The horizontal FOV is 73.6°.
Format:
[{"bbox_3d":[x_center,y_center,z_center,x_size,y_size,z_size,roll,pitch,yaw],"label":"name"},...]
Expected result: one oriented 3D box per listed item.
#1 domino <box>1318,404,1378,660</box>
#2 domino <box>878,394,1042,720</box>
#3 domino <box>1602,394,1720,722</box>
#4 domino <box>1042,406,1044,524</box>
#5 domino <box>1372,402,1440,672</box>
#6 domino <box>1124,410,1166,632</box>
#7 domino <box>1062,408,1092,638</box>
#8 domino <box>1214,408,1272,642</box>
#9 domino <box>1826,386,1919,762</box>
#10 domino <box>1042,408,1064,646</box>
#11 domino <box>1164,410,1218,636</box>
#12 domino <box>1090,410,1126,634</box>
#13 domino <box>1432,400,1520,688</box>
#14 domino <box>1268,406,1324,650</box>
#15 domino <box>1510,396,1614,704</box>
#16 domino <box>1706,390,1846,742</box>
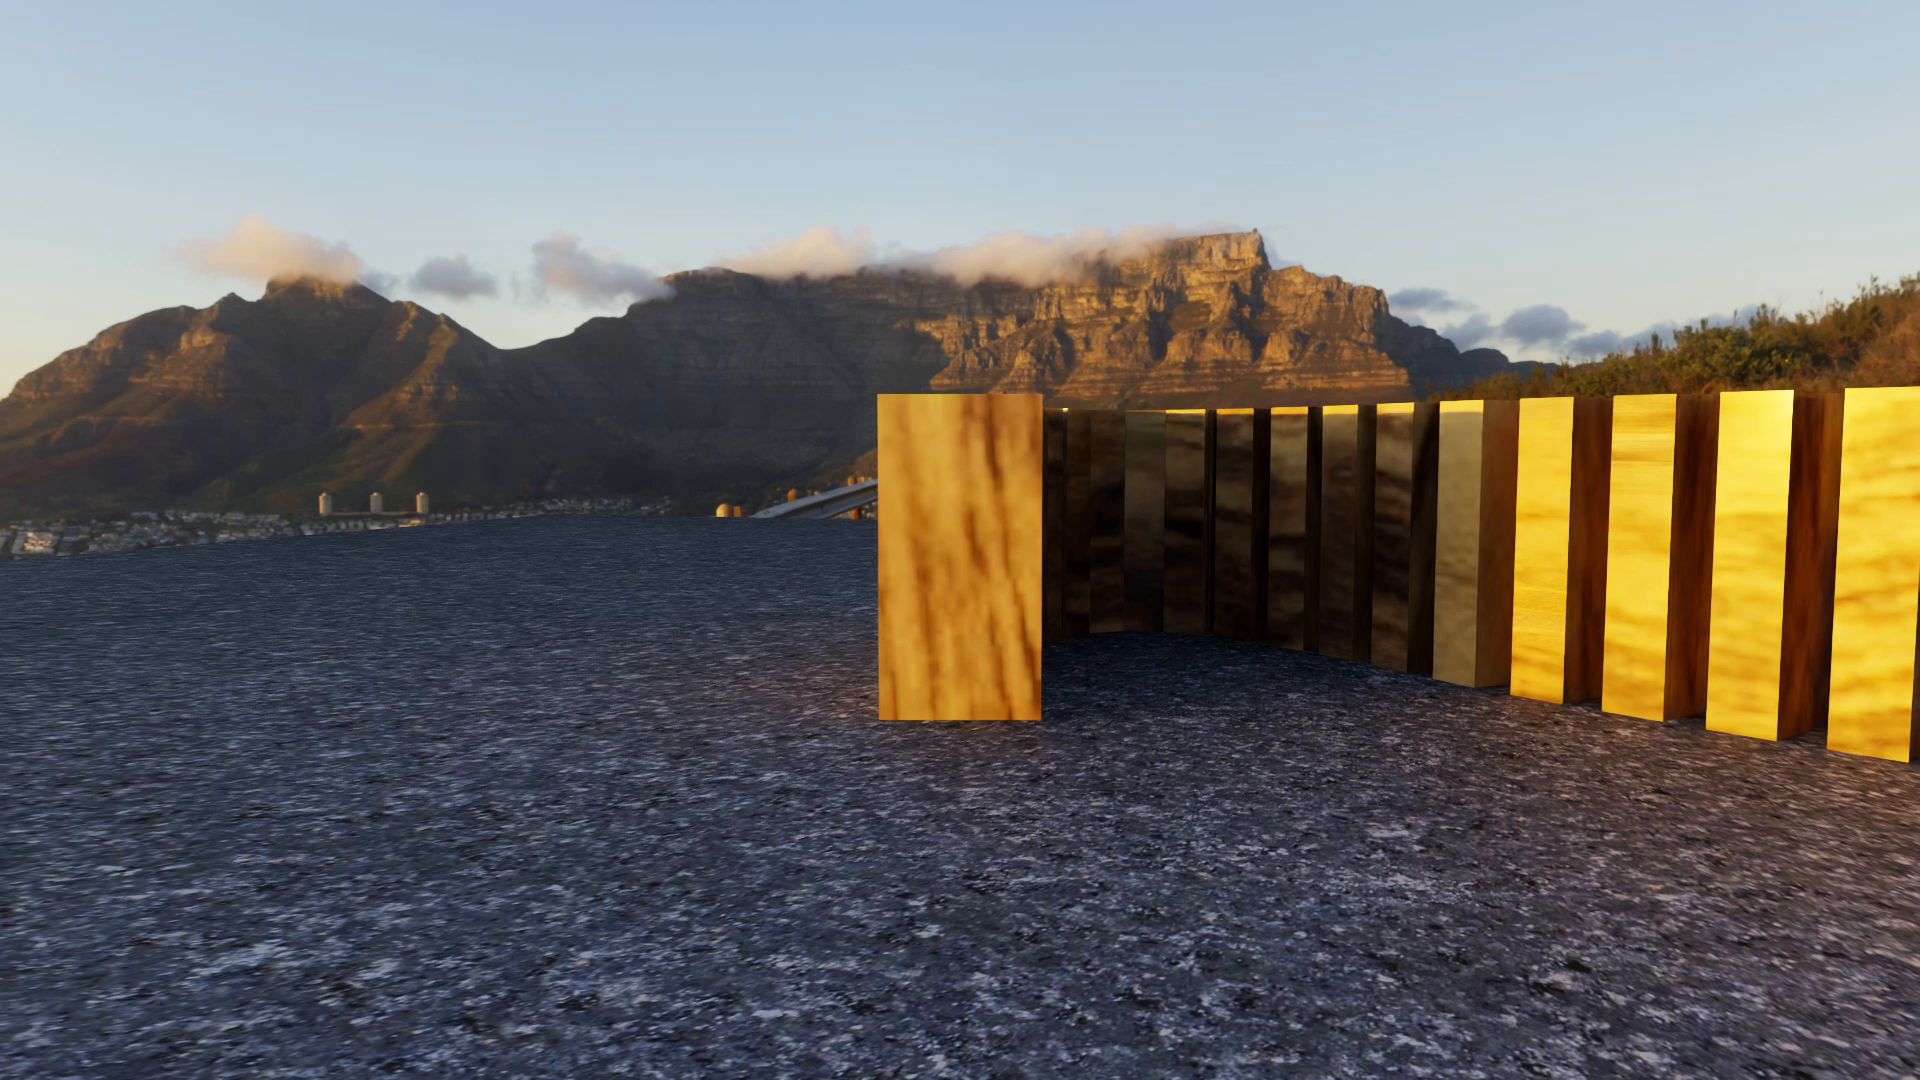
[{"bbox_3d":[0.086,-0.002,0.260,0.025,0.050,0.009,-2,5,-27],"label":"domino"},{"bbox_3d":[0.000,0.002,0.201,0.025,0.050,0.009,0,4,0],"label":"domino"},{"bbox_3d":[0.115,0.002,0.206,0.025,0.050,0.010,-3,5,-35],"label":"domino"},{"bbox_3d":[0.004,-0.002,0.262,0.025,0.050,0.010,1,4,14],"label":"domino"},{"bbox_3d":[0.093,-0.001,0.246,0.025,0.050,0.009,-2,5,-24],"label":"domino"},{"bbox_3d":[0.043,-0.005,0.302,0.009,0.050,0.025,1,4,7],"label":"domino"},{"bbox_3d":[0.016,-0.004,0.290,0.025,0.050,0.010,3,5,38],"label":"domino"},{"bbox_3d":[0.068,-0.004,0.285,0.025,0.050,0.010,-4,6,-41],"label":"domino"},{"bbox_3d":[0.134,0.004,0.181,0.025,0.050,0.010,-3,5,-38],"label":"domino"},{"bbox_3d":[0.009,-0.003,0.277,0.025,0.050,0.009,2,5,23],"label":"domino"},{"bbox_3d":[0.057,-0.005,0.296,0.009,0.050,0.025,3,5,36],"label":"domino"},{"bbox_3d":[0.028,-0.005,0.300,0.010,0.050,0.025,-2,5,-22],"label":"domino"},{"bbox_3d":[0.099,0.000,0.232,0.025,0.050,0.009,-2,5,-26],"label":"domino"},{"bbox_3d":[0.078,-0.003,0.273,0.025,0.050,0.009,-3,5,-35],"label":"domino"},{"bbox_3d":[0.107,0.001,0.219,0.025,0.050,0.009,-3,5,-32],"label":"domino"},{"bbox_3d":[0.124,0.003,0.193,0.025,0.050,0.010,-3,5,-37],"label":"domino"}]
